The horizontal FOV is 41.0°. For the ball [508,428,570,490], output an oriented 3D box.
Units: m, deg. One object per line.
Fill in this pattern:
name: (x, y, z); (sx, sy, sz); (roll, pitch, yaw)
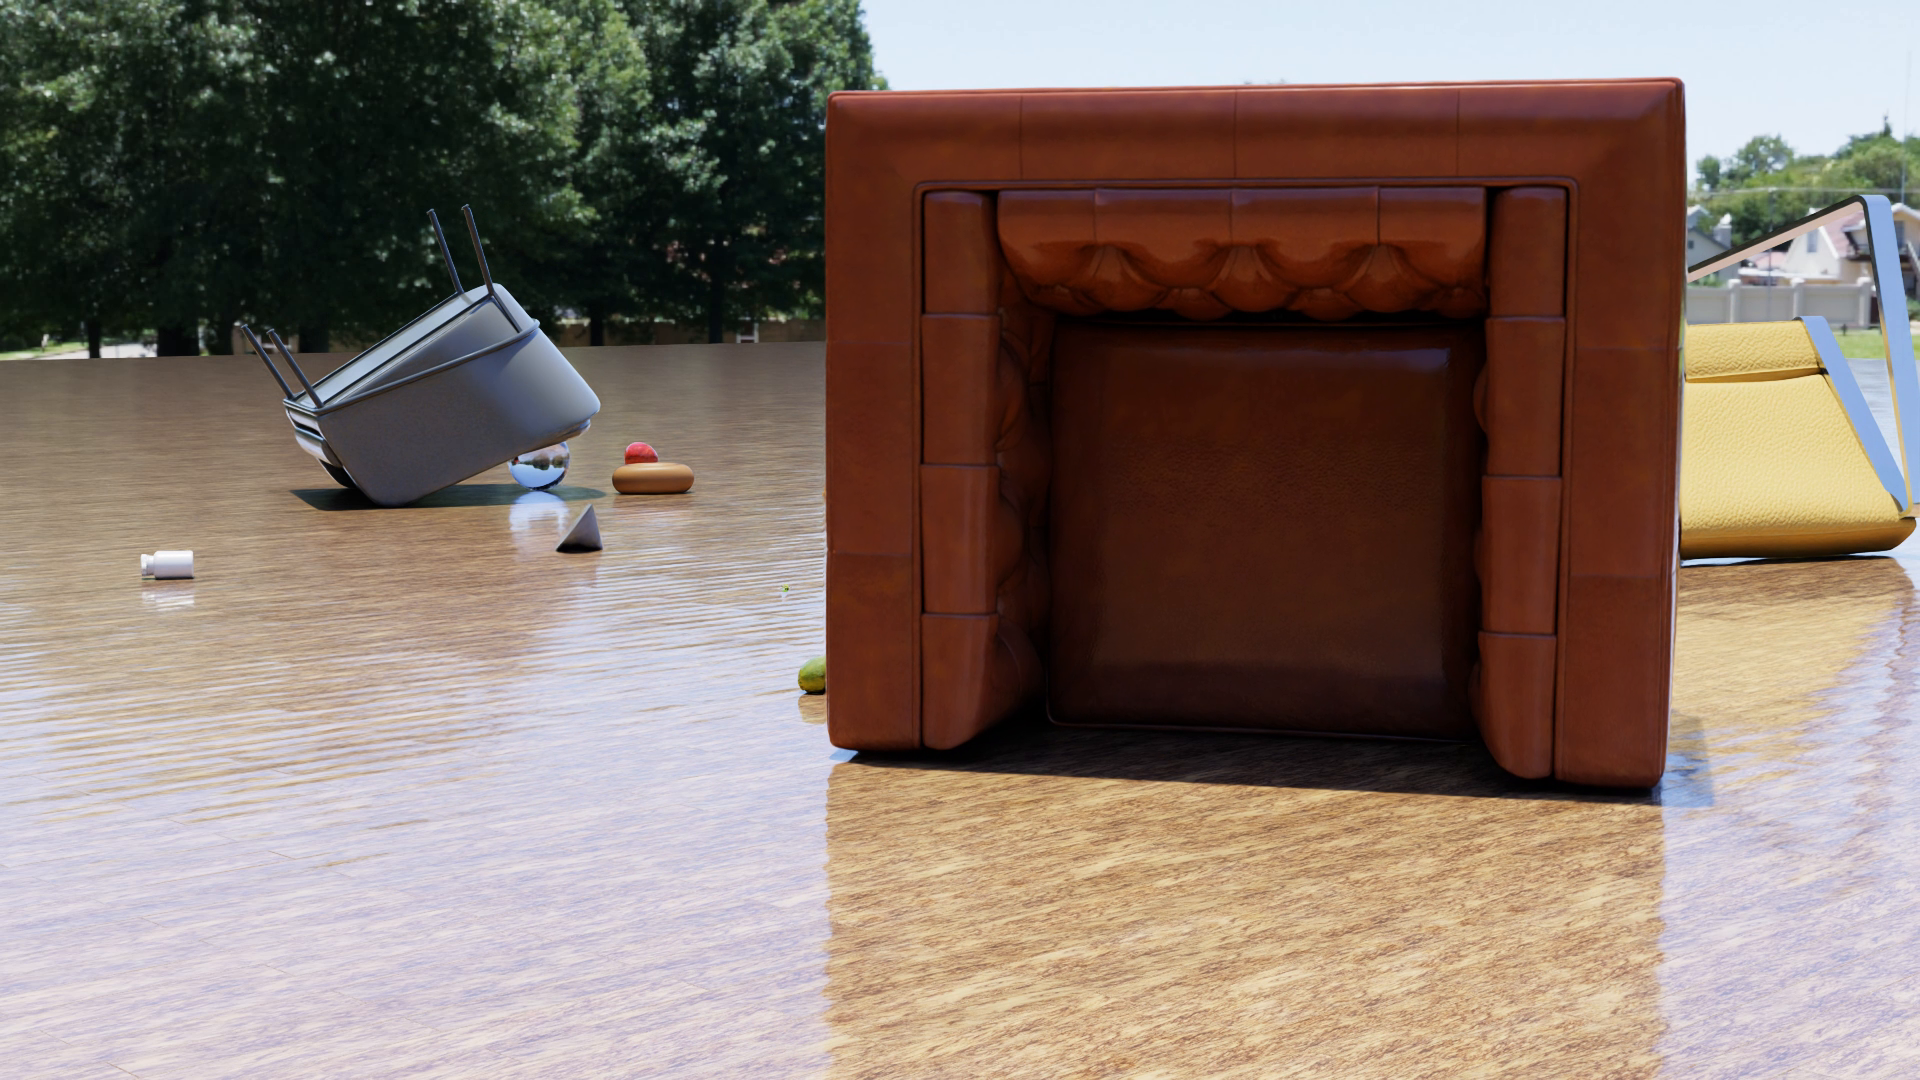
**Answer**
ball: (-1.293, -0.248, 7.880); (0.193, 0.193, 0.193); (0, 6, 0)

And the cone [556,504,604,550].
cone: (-0.896, -0.005, 6.185); (0.090, 0.143, 0.179); (38, -8, -9)

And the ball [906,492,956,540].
ball: (-0.072, -0.059, 6.398); (0.120, 0.120, 0.120); (0, 6, 0)

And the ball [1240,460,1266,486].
ball: (0.917, -0.208, 8.044); (0.080, 0.080, 0.080); (0, 6, 0)

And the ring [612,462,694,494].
ring: (-0.932, -0.186, 7.798); (0.249, 0.088, 0.161); (-2, 8, -12)

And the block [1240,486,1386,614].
block: (0.714, 0.016, 5.173); (0.255, 0.223, 0.303); (2, 6, 14)

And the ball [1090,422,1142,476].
ball: (0.514, -0.298, 8.449); (0.176, 0.176, 0.176); (0, 6, 0)
